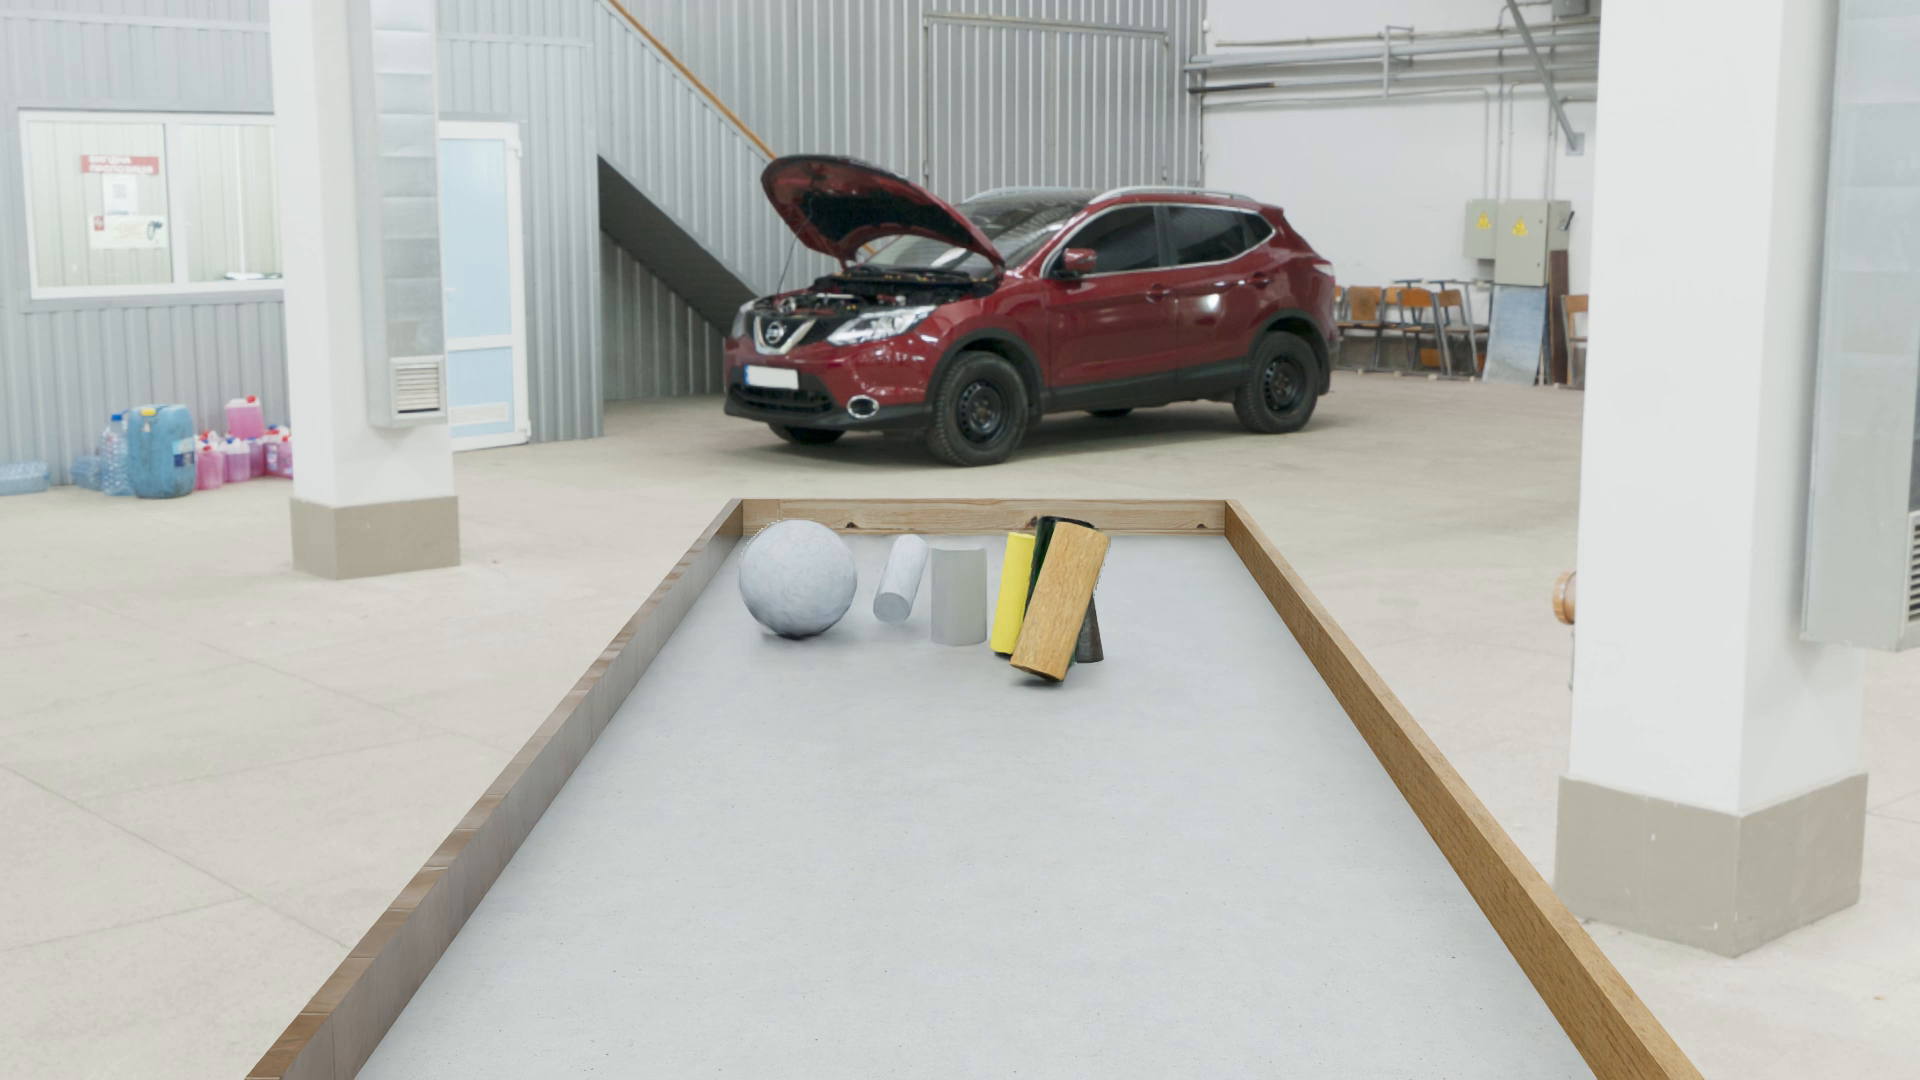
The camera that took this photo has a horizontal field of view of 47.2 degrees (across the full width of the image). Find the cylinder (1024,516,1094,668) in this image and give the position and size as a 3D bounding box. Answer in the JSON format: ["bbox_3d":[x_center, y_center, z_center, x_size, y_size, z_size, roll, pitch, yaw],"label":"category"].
[{"bbox_3d":[0.286,0.156,6.567,0.168,0.425,0.168,9,-9,1],"label":"cylinder"}]

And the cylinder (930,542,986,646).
[{"bbox_3d":[-0.004,0.168,6.981,0.180,0.303,0.180,0,9,0],"label":"cylinder"}]

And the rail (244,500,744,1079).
[{"bbox_3d":[-1.004,0.839,3.234,0.050,0.150,12.000,0,9,1],"label":"rail"}]

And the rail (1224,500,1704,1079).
[{"bbox_3d":[1.046,0.843,3.208,0.050,0.150,12.000,0,9,1],"label":"rail"}]

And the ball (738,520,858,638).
[{"bbox_3d":[-0.517,0.123,7.027,0.377,0.377,0.377,0,9,0],"label":"ball"}]

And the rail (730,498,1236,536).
[{"bbox_3d":[0.099,-0.098,9.147,2.100,0.150,0.050,0,9,1],"label":"rail"}]

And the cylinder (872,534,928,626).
[{"bbox_3d":[-0.194,0.130,7.245,0.124,0.124,0.407,1,27,8],"label":"cylinder"}]

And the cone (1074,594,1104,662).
[{"bbox_3d":[0.368,0.159,6.697,0.149,0.409,0.149,0,8,0],"label":"cone"}]

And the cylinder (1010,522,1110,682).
[{"bbox_3d":[0.290,0.180,6.389,0.164,0.437,0.164,18,-8,3],"label":"cylinder"}]

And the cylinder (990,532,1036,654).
[{"bbox_3d":[0.193,0.167,6.749,0.146,0.357,0.146,9,5,-1],"label":"cylinder"}]
